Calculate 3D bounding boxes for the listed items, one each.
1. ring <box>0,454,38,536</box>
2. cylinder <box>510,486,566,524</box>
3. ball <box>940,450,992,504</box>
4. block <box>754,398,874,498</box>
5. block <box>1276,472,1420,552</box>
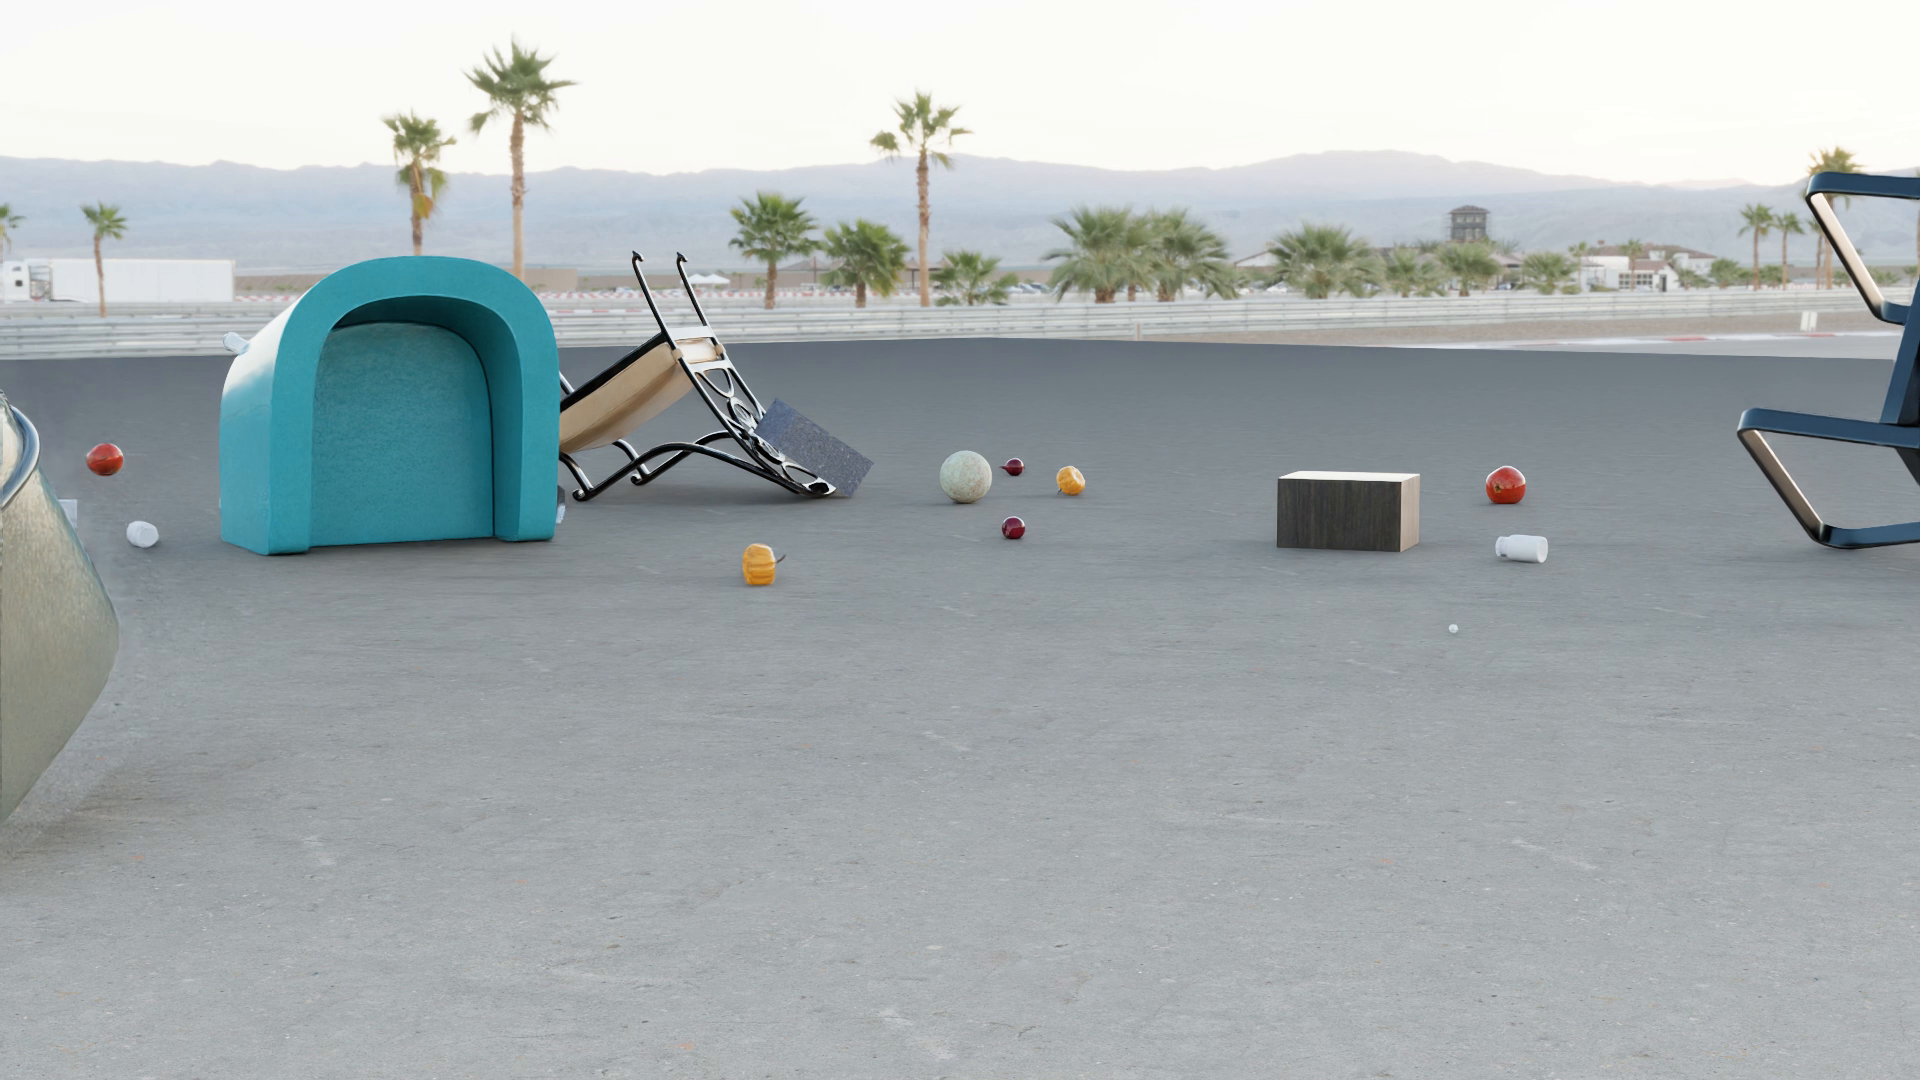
[{"bbox_3d":[-2.454,-0.112,6.521,0.198,0.221,0.161,34,16,33],"label":"ring"},{"bbox_3d":[-1.121,-0.094,6.820,0.108,0.103,0.187,0,7,3],"label":"cylinder"},{"bbox_3d":[0.016,-0.183,7.445,0.153,0.153,0.153,0,6,0],"label":"ball"},{"bbox_3d":[-0.437,-0.275,7.642,0.295,0.125,0.198,34,0,-29],"label":"block"},{"bbox_3d":[0.953,-0.072,6.286,0.301,0.169,0.238,2,6,20],"label":"block"}]
